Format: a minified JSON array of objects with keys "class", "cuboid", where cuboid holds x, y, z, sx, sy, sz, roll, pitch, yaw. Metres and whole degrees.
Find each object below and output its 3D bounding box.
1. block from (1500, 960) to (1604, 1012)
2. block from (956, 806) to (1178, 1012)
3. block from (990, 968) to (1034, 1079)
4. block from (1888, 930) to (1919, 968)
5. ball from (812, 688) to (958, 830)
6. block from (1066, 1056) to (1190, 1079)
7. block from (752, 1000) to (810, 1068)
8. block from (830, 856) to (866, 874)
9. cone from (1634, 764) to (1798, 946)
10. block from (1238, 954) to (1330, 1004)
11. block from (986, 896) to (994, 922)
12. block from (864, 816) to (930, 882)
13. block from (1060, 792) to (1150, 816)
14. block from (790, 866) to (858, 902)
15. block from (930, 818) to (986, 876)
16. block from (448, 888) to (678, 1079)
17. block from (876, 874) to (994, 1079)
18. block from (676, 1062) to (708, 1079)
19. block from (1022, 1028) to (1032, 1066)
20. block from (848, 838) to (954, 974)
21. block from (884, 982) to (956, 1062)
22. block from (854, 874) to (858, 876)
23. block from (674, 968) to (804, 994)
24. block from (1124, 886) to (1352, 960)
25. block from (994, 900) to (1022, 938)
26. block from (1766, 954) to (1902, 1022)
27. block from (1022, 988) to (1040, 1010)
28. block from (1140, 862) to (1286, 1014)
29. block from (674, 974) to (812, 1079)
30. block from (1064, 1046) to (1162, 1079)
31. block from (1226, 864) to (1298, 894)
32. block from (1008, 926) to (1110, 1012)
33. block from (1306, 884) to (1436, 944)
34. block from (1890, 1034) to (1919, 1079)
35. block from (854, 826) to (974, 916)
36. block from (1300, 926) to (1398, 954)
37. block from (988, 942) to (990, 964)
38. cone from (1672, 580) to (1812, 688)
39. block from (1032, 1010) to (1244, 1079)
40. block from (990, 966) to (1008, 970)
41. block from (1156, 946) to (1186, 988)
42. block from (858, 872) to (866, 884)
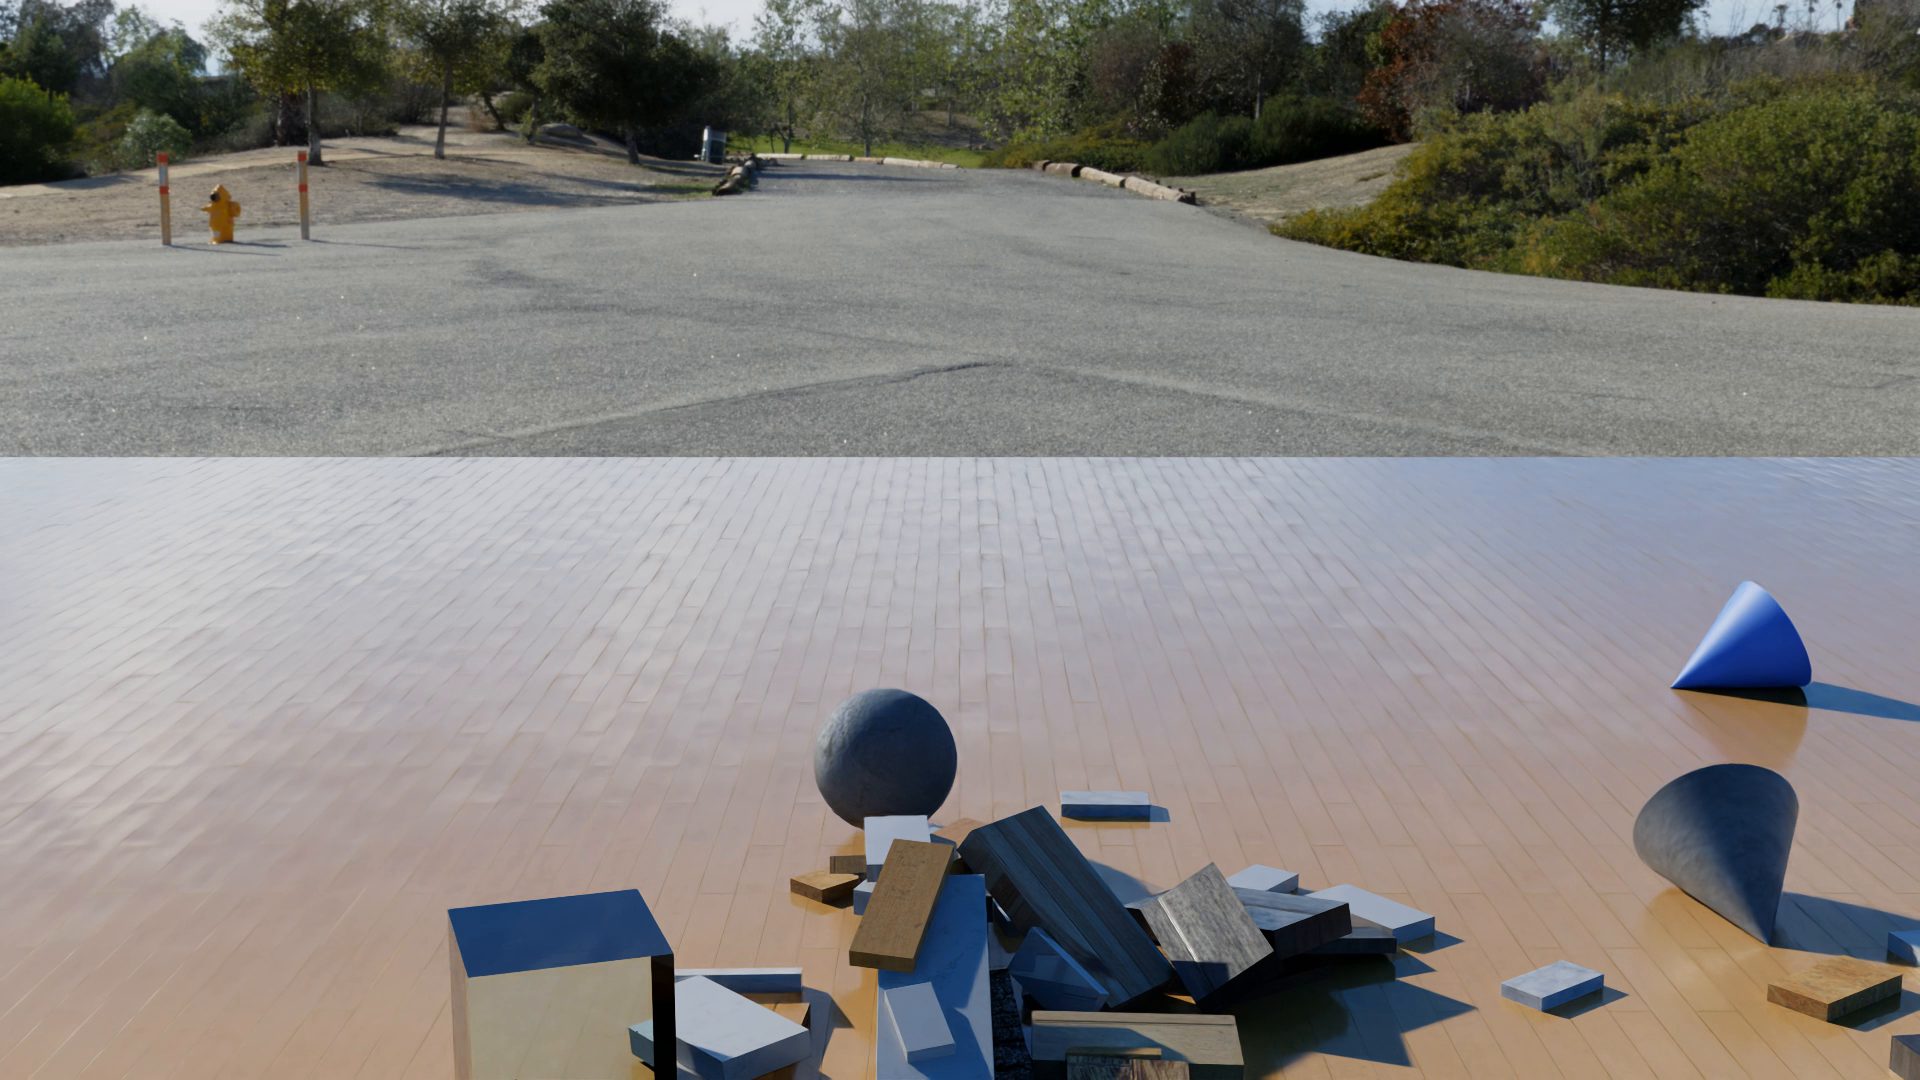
[{"class":"block","cuboid":[0.875,0.658,3.248,0.148,0.021,0.074,-8,13,-38]},{"class":"block","cuboid":[0.158,0.548,3.234,0.166,0.047,0.331,-12,54,-48]},{"class":"block","cuboid":[0.002,0.666,2.745,0.166,0.047,0.332,-4,28,-7]},{"class":"block","cuboid":[1.508,0.638,3.334,0.096,0.027,0.193,-2,11,-10]},{"class":"ball","cuboid":[-0.136,0.399,3.979,0.261,0.261,0.261,0,11,0]},{"class":"block","cuboid":[0.204,0.728,2.627,0.152,0.043,0.303,3,22,1]},{"class":"block","cuboid":[-0.264,0.689,3.073,0.085,0.024,0.169,1,11,5]},{"class":"block","cuboid":[-0.106,0.514,3.478,0.095,0.027,0.191,-9,-13,39]},{"class":"cone","cuboid":[1.258,0.552,3.538,0.272,0.272,0.272,0,37,-2]},{"class":"block","cuboid":[0.461,0.651,3.283,0.179,0.021,0.074,-7,13,-34]},{"class":"block","cuboid":[-0.023,0.573,3.404,0.136,0.039,0.273,0,-10,-2]},{"class":"block","cuboid":[-0.092,0.454,3.247,0.095,0.027,0.191,-1,14,-3]},{"class":"block","cuboid":[0.271,0.494,4.120,0.165,0.023,0.082,0,11,1]},{"class":"block","cuboid":[-0.199,0.572,3.705,0.159,0.023,0.080,-10,15,-44]},{"class":"block","cuboid":[-0.012,0.467,3.307,0.095,0.027,0.191,10,17,36]},{"class":"block","cuboid":[-0.512,0.620,2.821,0.250,0.250,0.250,-3,11,-18]},{"class":"block","cuboid":[-0.033,0.577,2.818,0.143,0.040,0.432,-1,28,-1]},{"class":"block","cuboid":[-0.356,0.696,3.052,0.060,0.017,0.320,0,11,-2]},{"class":"block","cuboid":[0.179,0.713,2.826,0.152,0.043,0.303,-2,15,-9]},{"class":"block","cuboid":[-0.075,0.484,2.925,0.085,0.024,0.248,5,29,11]},{"class":"block","cuboid":[-0.050,0.596,2.722,0.060,0.017,0.120,-8,29,-13]},{"class":"block","cuboid":[-0.091,0.547,3.651,0.080,0.023,0.159,-15,-20,43]},{"class":"block","cuboid":[-0.327,0.646,3.223,0.191,0.027,0.095,0,-6,-2]},{"class":"block","cuboid":[0.423,0.586,3.398,0.166,0.047,0.331,-11,5,-38]},{"class":"block","cuboid":[0.160,0.601,3.534,0.197,0.027,0.095,-2,11,-12]},{"class":"block","cuboid":[1.286,0.657,3.231,0.193,0.027,0.096,-8,13,-36]},{"class":"block","cuboid":[0.137,0.631,3.313,0.076,0.022,0.276,-22,8,8]},{"class":"block","cuboid":[0.370,0.588,3.248,0.134,0.038,0.268,-34,24,0]},{"class":"block","cuboid":[-0.340,0.670,3.014,0.134,0.038,0.293,-13,13,-35]},{"class":"block","cuboid":[0.193,0.672,2.780,0.120,0.060,0.017,1,17,1]},{"class":"block","cuboid":[0.486,0.580,3.661,0.082,0.023,0.165,8,13,38]},{"class":"block","cuboid":[0.137,0.626,3.115,0.022,0.077,0.153,14,20,-49]},{"class":"block","cuboid":[0.657,0.601,3.536,0.096,0.027,0.193,-8,13,-35]},{"class":"block","cuboid":[1.378,0.739,2.740,0.166,0.047,0.517,-1,11,-8]},{"class":"block","cuboid":[-0.038,0.503,3.298,0.136,0.039,0.273,6,15,23]},{"class":"block","cuboid":[0.579,0.617,3.390,0.165,0.023,0.082,2,2,-15]},{"class":"block","cuboid":[-0.008,0.610,3.218,0.102,0.029,0.203,0,-7,1]},{"class":"cone","cuboid":[1.741,0.276,5.025,0.272,0.272,0.272,-28,13,-2]},{"class":"block","cuboid":[0.227,0.663,2.857,0.268,0.038,0.134,1,15,1]},{"class":"block","cuboid":[-0.012,0.643,3.060,0.166,0.047,0.332,0,-2,0]},{"class":"block","cuboid":[0.268,0.641,3.318,0.191,0.027,0.095,1,11,7]},{"class":"block","cuboid":[-0.088,0.550,3.494,0.136,0.039,0.273,-1,-10,-1]}]
